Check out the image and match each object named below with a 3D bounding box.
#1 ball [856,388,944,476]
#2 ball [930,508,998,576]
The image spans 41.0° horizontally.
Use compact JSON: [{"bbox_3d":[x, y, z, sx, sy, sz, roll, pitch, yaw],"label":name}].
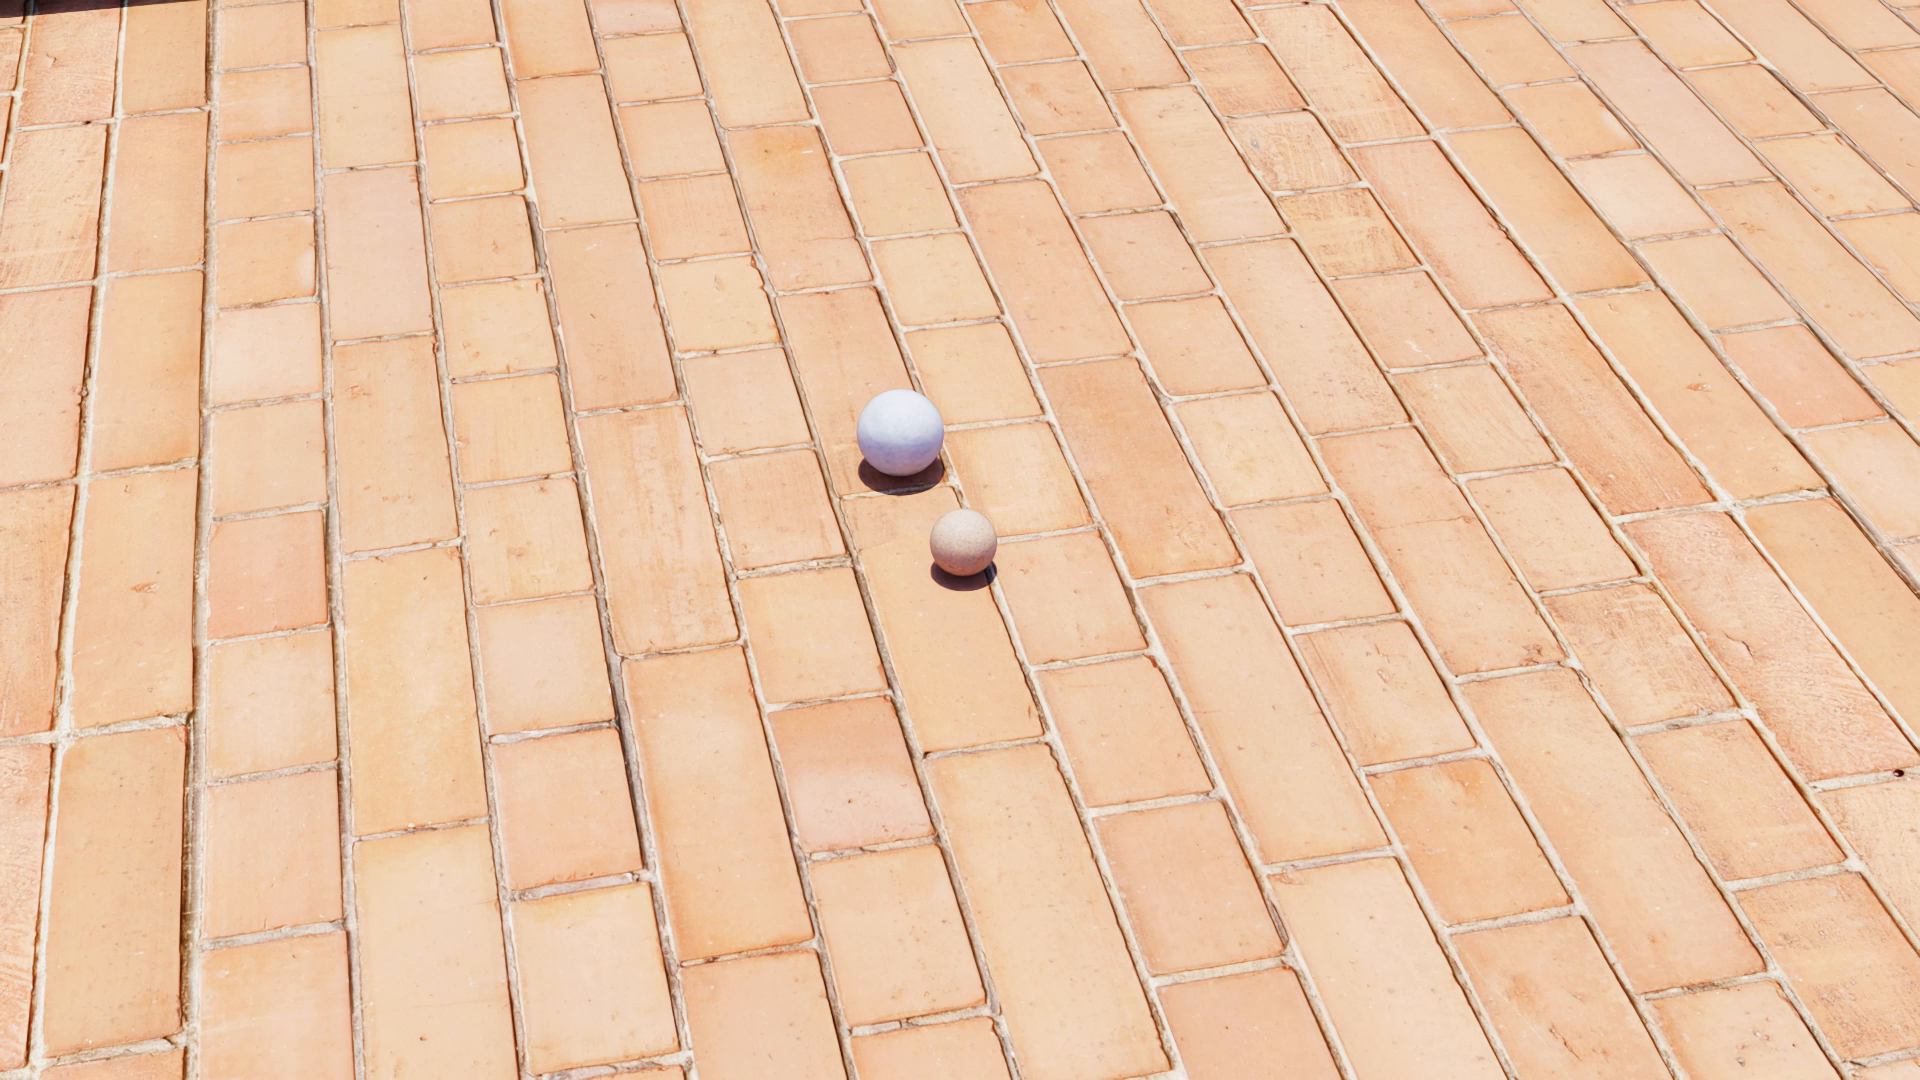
[{"bbox_3d":[-0.037,-0.067,1.611,0.055,0.055,0.055,0,37,0],"label":"ball"},{"bbox_3d":[0.002,0.001,1.531,0.041,0.041,0.041,0,37,0],"label":"ball"}]
